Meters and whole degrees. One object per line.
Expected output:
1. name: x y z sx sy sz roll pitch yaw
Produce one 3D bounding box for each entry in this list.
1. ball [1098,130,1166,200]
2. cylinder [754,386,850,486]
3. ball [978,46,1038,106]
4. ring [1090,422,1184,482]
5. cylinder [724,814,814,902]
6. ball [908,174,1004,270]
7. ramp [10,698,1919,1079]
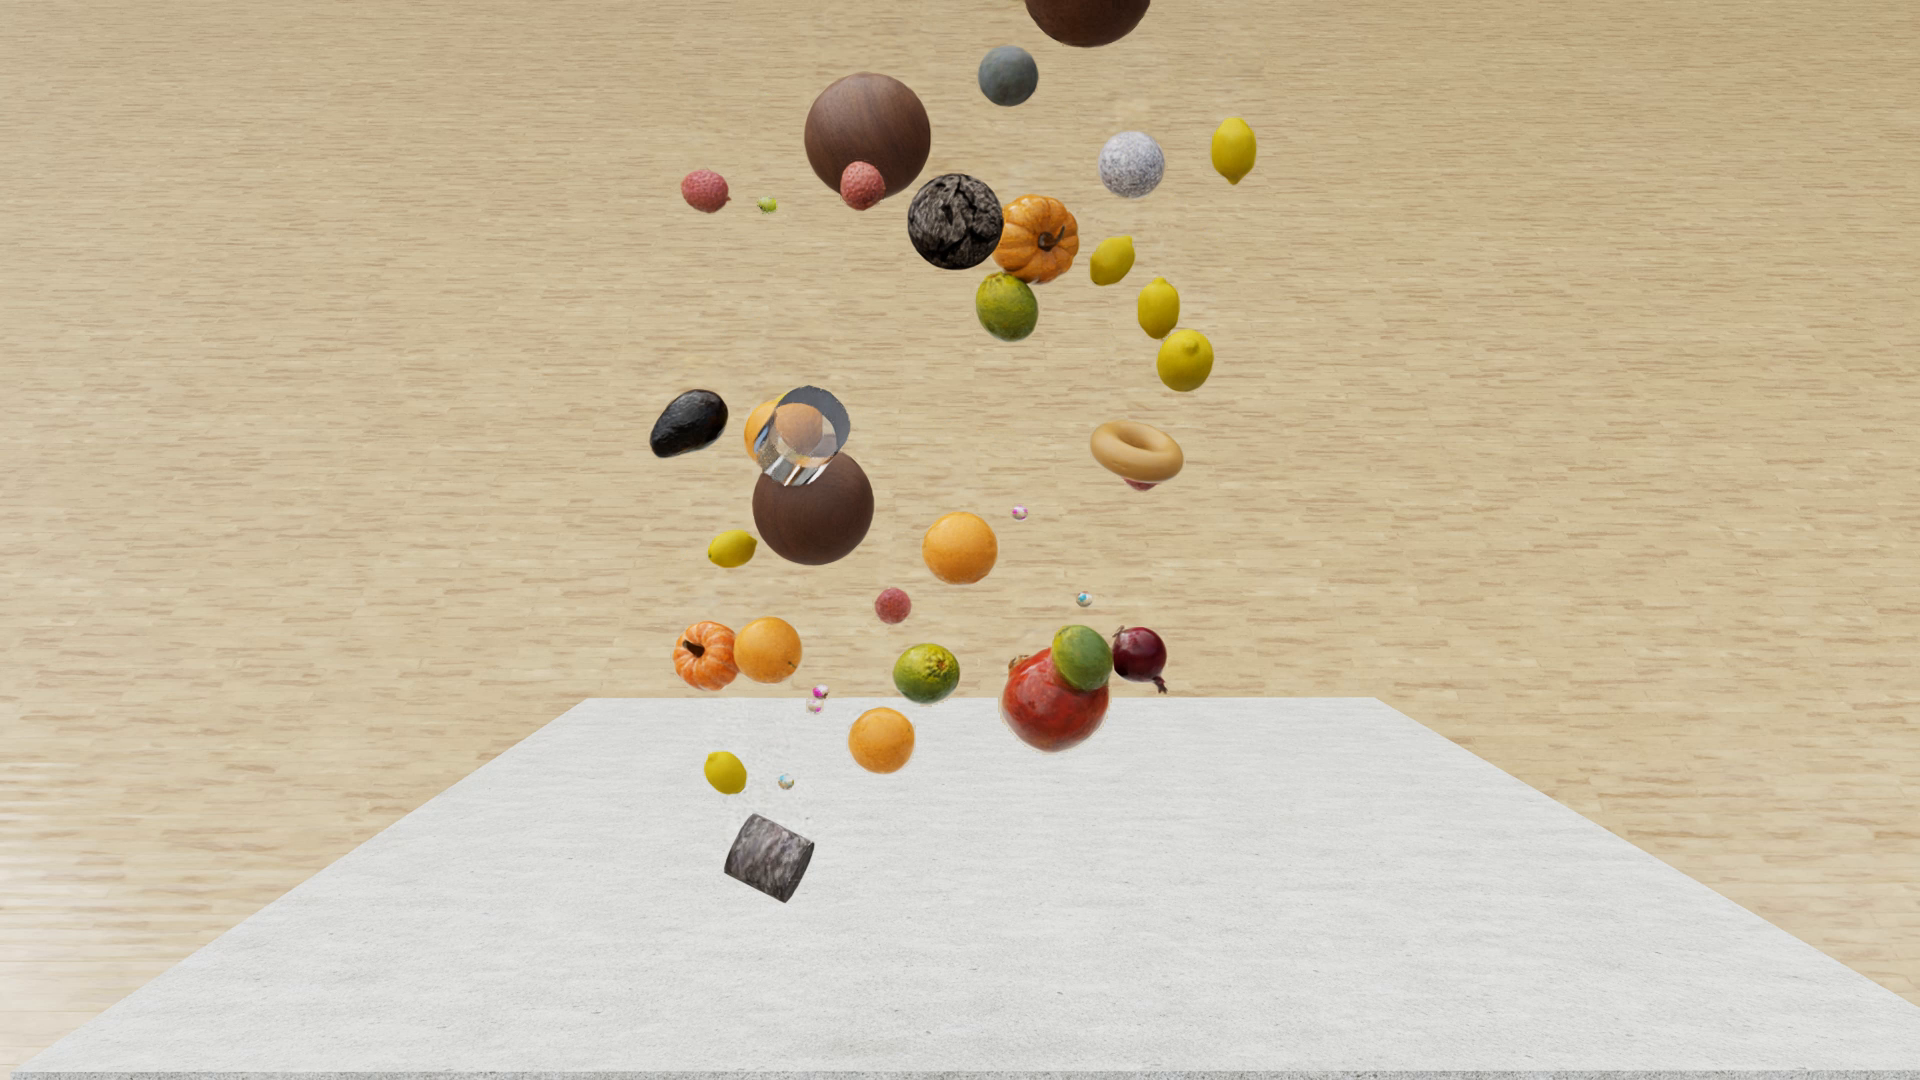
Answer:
1. ball: 0.167 -0.366 2.512 0.066 0.066 0.066 0 25 0
2. cylinder: -0.157 -0.103 2.552 0.076 0.076 0.076 -12 -15 -24
3. ball: 0.049 -0.473 2.626 0.062 0.062 0.062 0 25 0
4. ring: 0.171 -0.086 2.498 0.094 0.031 0.094 12 26 -6
5. cylinder: -0.196 0.328 2.657 0.069 0.069 0.069 25 30 9
6. ball: -0.004 -0.278 2.254 0.084 0.084 0.084 0 25 0
7. ramp: 0.057 0.513 4.554 2.000 0.100 4.000 0 2 0
